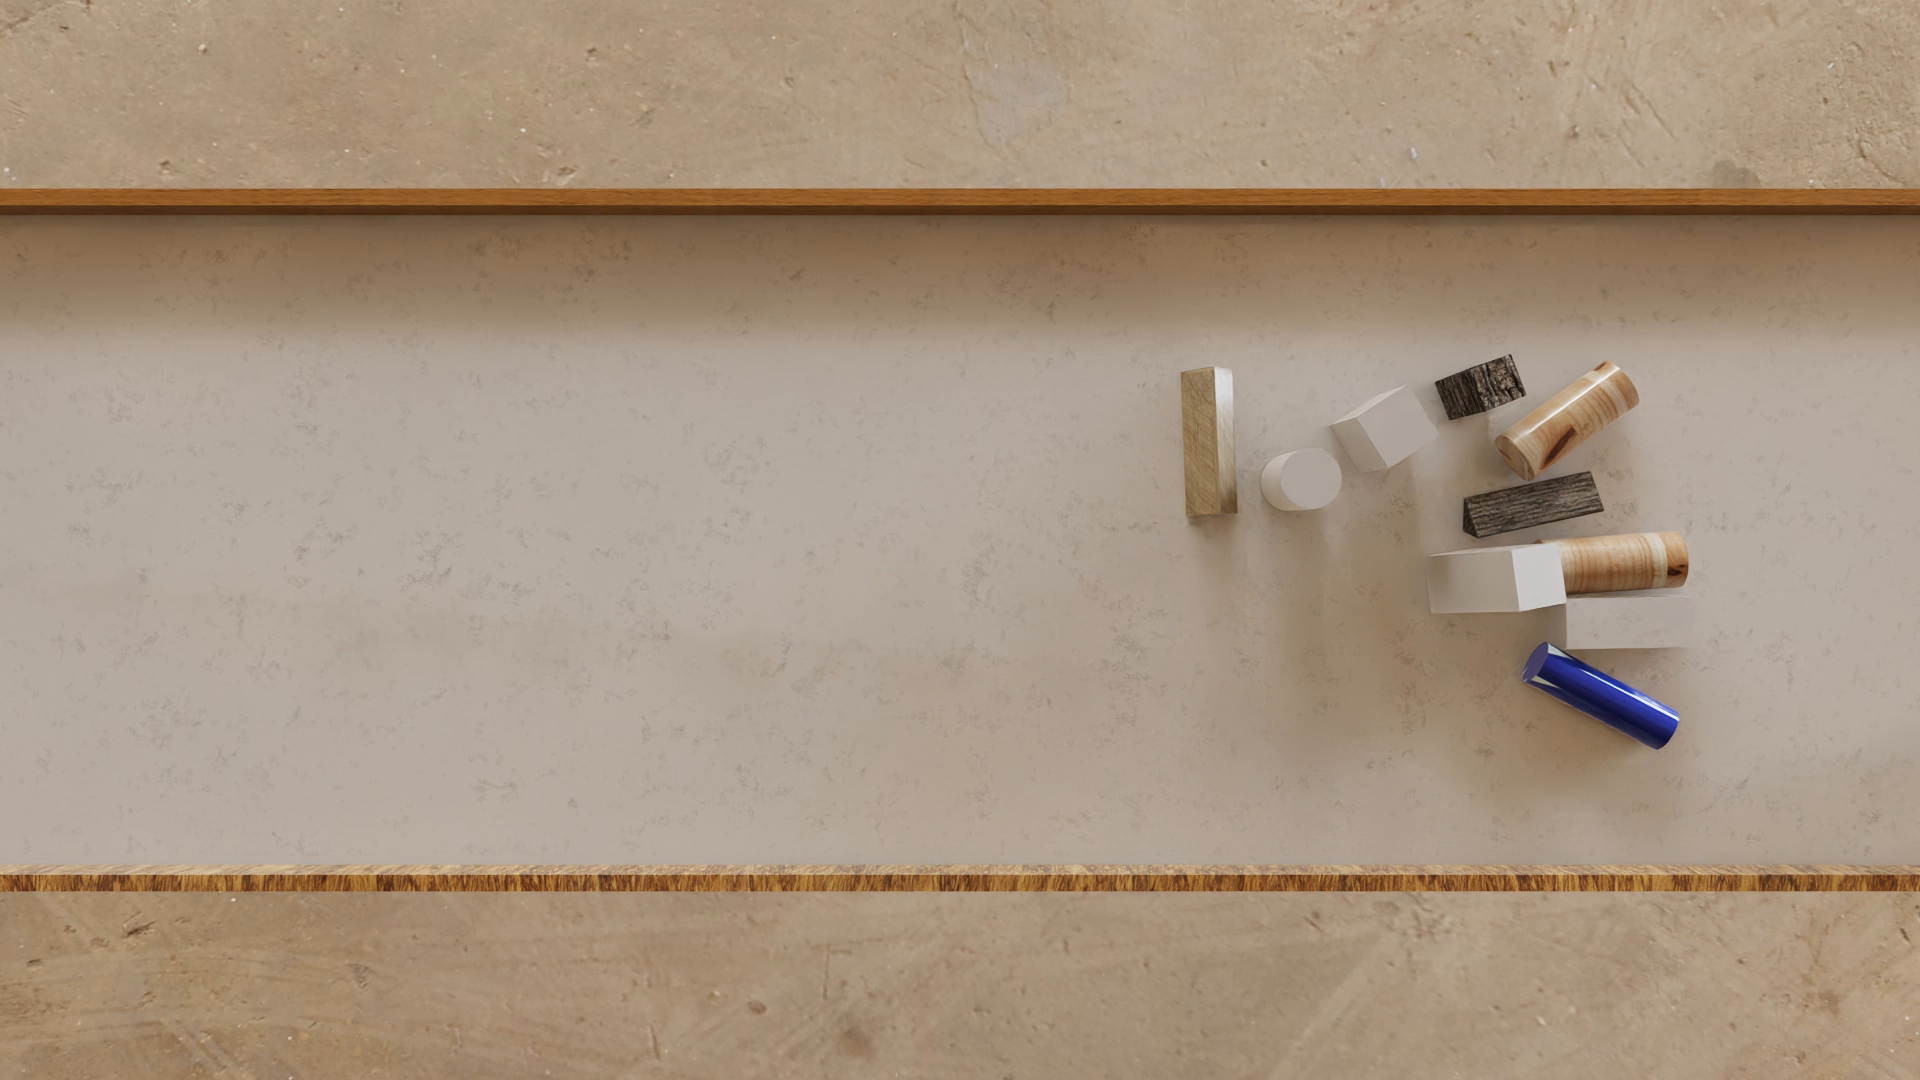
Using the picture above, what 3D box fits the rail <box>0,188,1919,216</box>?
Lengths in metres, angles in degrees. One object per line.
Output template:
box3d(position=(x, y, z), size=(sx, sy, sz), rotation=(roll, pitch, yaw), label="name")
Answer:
box3d(position=(-2.247, -1.025, 5.002), size=(12.000, 0.150, 0.050), rotation=(0, 90, 0), label="rail")

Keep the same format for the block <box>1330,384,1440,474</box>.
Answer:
box3d(position=(1.259, -0.326, 4.908), size=(0.174, 0.336, 0.174), rotation=(-32, 90, 0), label="block")

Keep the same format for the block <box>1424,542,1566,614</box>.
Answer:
box3d(position=(1.574, 0.115, 4.868), size=(0.175, 0.379, 0.175), rotation=(-8, 90, -24), label="block")

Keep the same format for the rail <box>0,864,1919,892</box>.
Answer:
box3d(position=(-2.247, 1.025, 5.001), size=(12.000, 0.150, 0.050), rotation=(0, 90, 0), label="rail")

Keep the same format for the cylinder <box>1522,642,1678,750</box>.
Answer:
box3d(position=(1.943, 0.473, 5.008), size=(0.443, 0.137, 0.137), rotation=(28, 90, 0), label="cylinder")

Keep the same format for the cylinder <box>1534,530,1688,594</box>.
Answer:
box3d(position=(1.961, 0.071, 4.991), size=(0.413, 0.172, 0.172), rotation=(-4, 90, 0), label="cylinder")

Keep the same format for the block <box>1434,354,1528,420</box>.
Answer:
box3d(position=(1.542, -0.451, 4.900), size=(0.127, 0.353, 0.127), rotation=(-22, 90, 0), label="block")

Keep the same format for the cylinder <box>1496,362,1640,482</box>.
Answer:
box3d(position=(1.837, -0.359, 4.993), size=(0.394, 0.167, 0.167), rotation=(-35, 90, 0), label="cylinder")

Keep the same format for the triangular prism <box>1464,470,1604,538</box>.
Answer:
box3d(position=(1.735, -0.084, 4.990), size=(0.388, 0.114, 0.132), rotation=(-12, 130, 0), label="triangular prism")

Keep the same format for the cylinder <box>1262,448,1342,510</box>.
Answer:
box3d(position=(1.014, -0.178, 4.921), size=(0.177, 0.312, 0.177), rotation=(0, 90, 0), label="cylinder")

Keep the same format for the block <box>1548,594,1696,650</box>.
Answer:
box3d(position=(2.005, 0.248, 5.001), size=(0.388, 0.151, 0.151), rotation=(-1, 90, 0), label="block")

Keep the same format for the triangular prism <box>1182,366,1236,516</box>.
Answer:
box3d(position=(0.766, -0.299, 5.006), size=(0.156, 0.135, 0.440), rotation=(-2, 90, 0), label="triangular prism")
